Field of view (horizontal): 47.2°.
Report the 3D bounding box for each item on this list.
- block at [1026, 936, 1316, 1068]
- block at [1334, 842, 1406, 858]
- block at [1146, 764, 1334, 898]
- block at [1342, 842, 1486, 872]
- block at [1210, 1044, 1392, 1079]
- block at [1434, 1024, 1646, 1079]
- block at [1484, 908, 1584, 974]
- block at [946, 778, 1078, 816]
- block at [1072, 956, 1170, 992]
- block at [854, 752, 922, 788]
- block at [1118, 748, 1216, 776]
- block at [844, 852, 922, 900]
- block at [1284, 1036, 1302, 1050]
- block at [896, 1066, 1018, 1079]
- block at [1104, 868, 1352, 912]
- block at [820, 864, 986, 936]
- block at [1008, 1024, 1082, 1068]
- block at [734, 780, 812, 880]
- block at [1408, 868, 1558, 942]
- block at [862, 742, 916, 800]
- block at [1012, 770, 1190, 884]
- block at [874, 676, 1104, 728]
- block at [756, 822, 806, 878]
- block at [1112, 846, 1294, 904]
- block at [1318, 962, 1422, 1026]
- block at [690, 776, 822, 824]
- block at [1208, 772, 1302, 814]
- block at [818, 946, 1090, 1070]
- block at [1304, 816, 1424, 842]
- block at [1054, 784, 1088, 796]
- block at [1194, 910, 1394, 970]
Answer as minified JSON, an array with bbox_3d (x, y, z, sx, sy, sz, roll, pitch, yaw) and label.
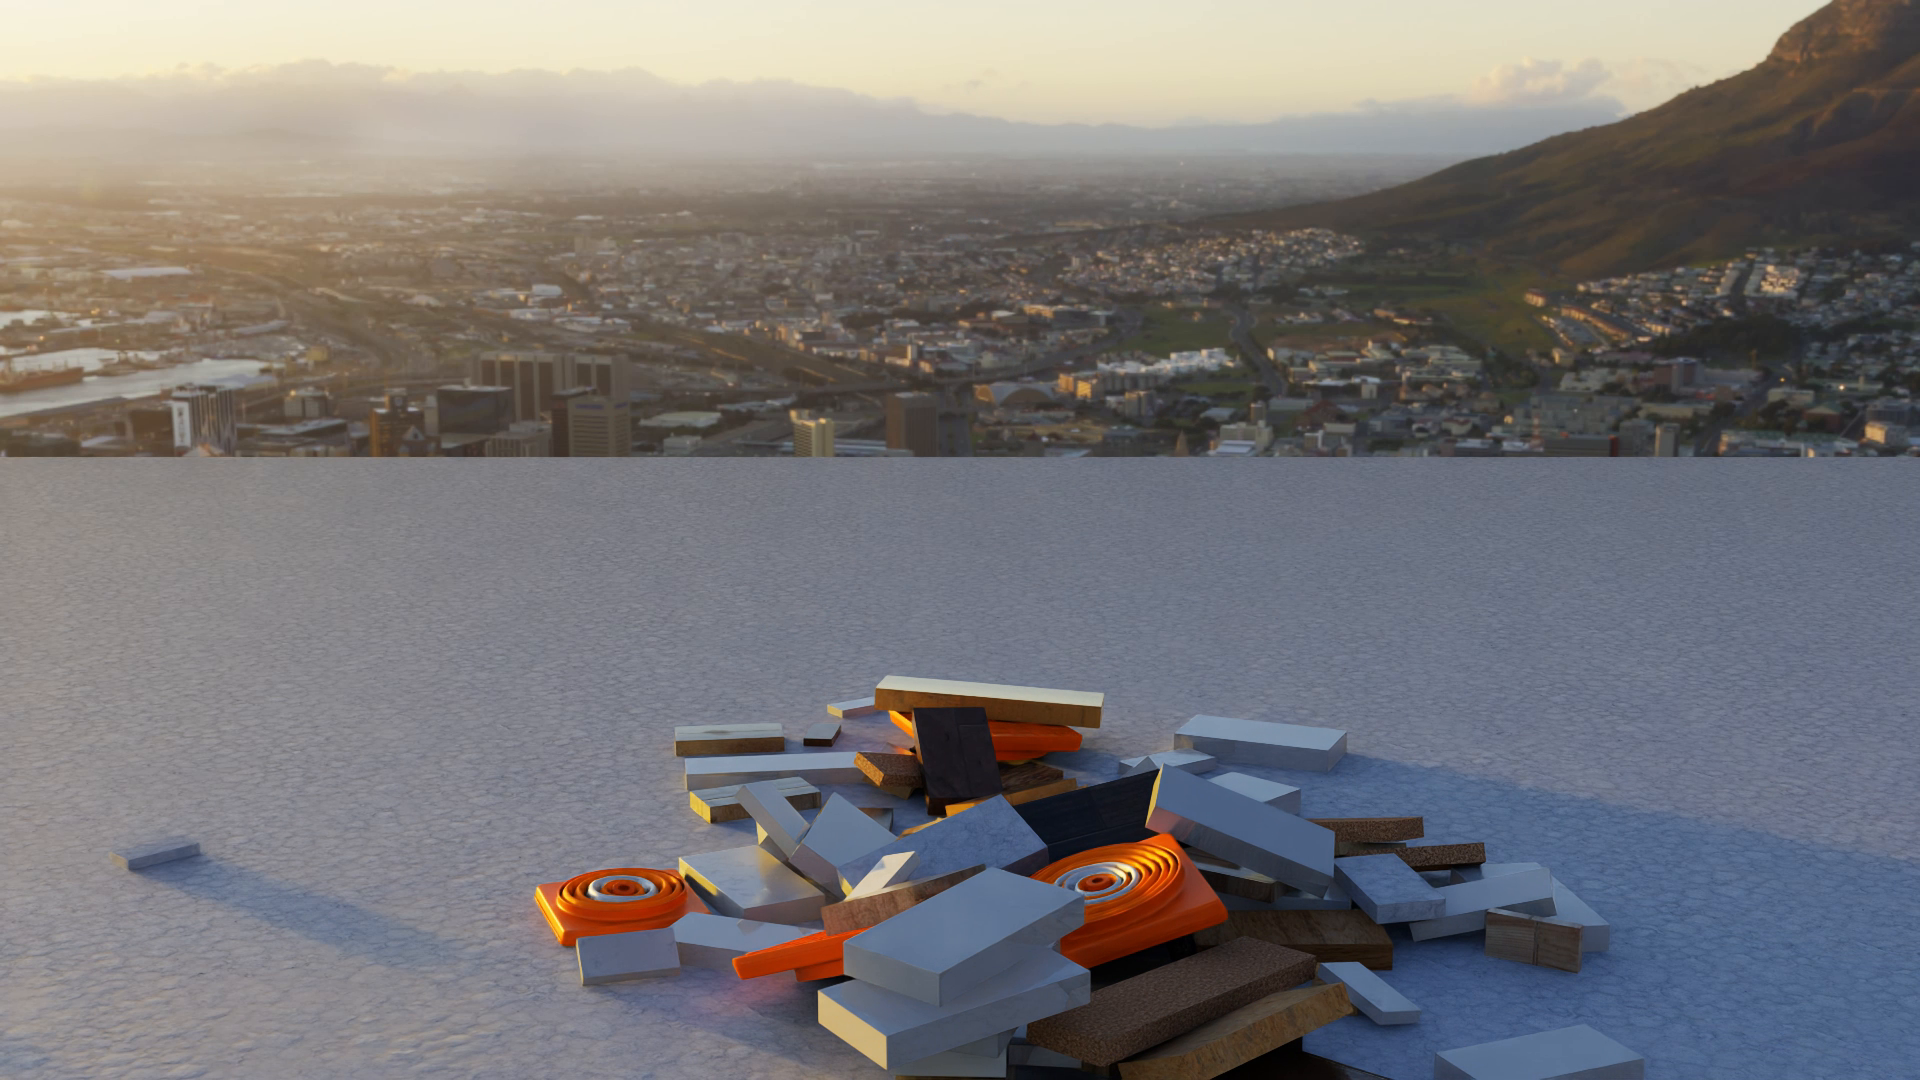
[{"bbox_3d":[0.307,0.638,3.076,0.124,0.035,0.538,9,9,39],"label":"block"},{"bbox_3d":[0.684,0.534,3.770,0.150,0.021,0.075,5,-17,-30],"label":"block"},{"bbox_3d":[0.458,0.471,3.574,0.304,0.043,0.152,22,23,2],"label":"block"},{"bbox_3d":[0.760,0.538,3.700,0.223,0.032,0.112,-4,-14,1],"label":"block"},{"bbox_3d":[0.526,0.732,2.792,0.428,0.041,0.146,9,14,40],"label":"block"},{"bbox_3d":[0.775,0.707,2.945,0.248,0.035,0.124,-4,11,-23],"label":"block"},{"bbox_3d":[0.876,0.611,3.358,0.143,0.072,0.020,6,12,31],"label":"block"},{"bbox_3d":[0.096,0.475,4.030,0.232,0.027,0.094,-9,-3,-34],"label":"block"},{"bbox_3d":[0.222,0.652,3.257,0.194,0.028,0.097,-1,11,-7],"label":"block"},{"bbox_3d":[-0.108,0.441,4.210,0.177,0.025,0.089,9,18,-43],"label":"block"},{"bbox_3d":[0.412,0.448,4.367,0.177,0.025,0.089,-7,13,-35],"label":"block"},{"bbox_3d":[-0.129,0.543,3.442,0.073,0.021,0.146,-16,20,44],"label":"block"},{"bbox_3d":[0.391,0.691,3.070,0.160,0.020,0.072,-1,11,-4],"label":"block"},{"bbox_3d":[-0.015,0.771,2.573,0.157,0.044,0.654,0,11,2],"label":"block"},{"bbox_3d":[0.444,0.577,3.626,0.396,0.042,0.149,2,11,12],"label":"block"},{"bbox_3d":[-0.076,0.529,3.246,0.146,0.041,0.292,-16,-7,20],"label":"block"},{"bbox_3d":[0.125,0.669,3.018,0.097,0.028,0.194,1,11,7],"label":"block"},{"bbox_3d":[-0.290,0.490,3.722,0.195,0.028,0.098,46,13,16],"label":"block"},{"bbox_3d":[0.823,0.575,3.471,0.223,0.032,0.112,-14,13,15],"label":"block"},{"bbox_3d":[-0.122,0.448,4.273,0.094,0.027,0.187,23,14,6],"label":"block"},{"bbox_3d":[0.178,0.487,3.631,0.381,0.043,0.152,-13,36,-8],"label":"block"},{"bbox_3d":[0.064,0.336,4.577,0.464,0.045,0.160,4,6,6],"label":"block"},{"bbox_3d":[-0.304,0.519,3.798,0.098,0.028,0.195,40,2,-11],"label":"block"},{"bbox_3d":[0.360,0.533,3.656,0.406,0.032,0.114,7,13,34],"label":"block"},{"bbox_3d":[0.590,0.654,3.175,0.073,0.021,0.146,5,16,-31],"label":"block"},{"bbox_3d":[-0.384,0.488,4.134,0.221,0.031,0.110,-5,12,-26],"label":"block"},{"bbox_3d":[0.467,0.497,4.047,0.160,0.045,0.320,10,15,43],"label":"block"},{"bbox_3d":[-0.006,0.583,2.809,0.314,0.044,0.157,-10,17,-34],"label":"block"},{"bbox_3d":[0.648,0.505,3.825,0.285,0.035,0.123,-6,-6,32],"label":"block"},{"bbox_3d":[0.123,0.482,3.877,0.215,0.030,0.108,-10,-14,-46],"label":"block"},{"bbox_3d":[0.504,0.618,3.401,0.299,0.042,0.149,0,11,-1],"label":"block"}]
